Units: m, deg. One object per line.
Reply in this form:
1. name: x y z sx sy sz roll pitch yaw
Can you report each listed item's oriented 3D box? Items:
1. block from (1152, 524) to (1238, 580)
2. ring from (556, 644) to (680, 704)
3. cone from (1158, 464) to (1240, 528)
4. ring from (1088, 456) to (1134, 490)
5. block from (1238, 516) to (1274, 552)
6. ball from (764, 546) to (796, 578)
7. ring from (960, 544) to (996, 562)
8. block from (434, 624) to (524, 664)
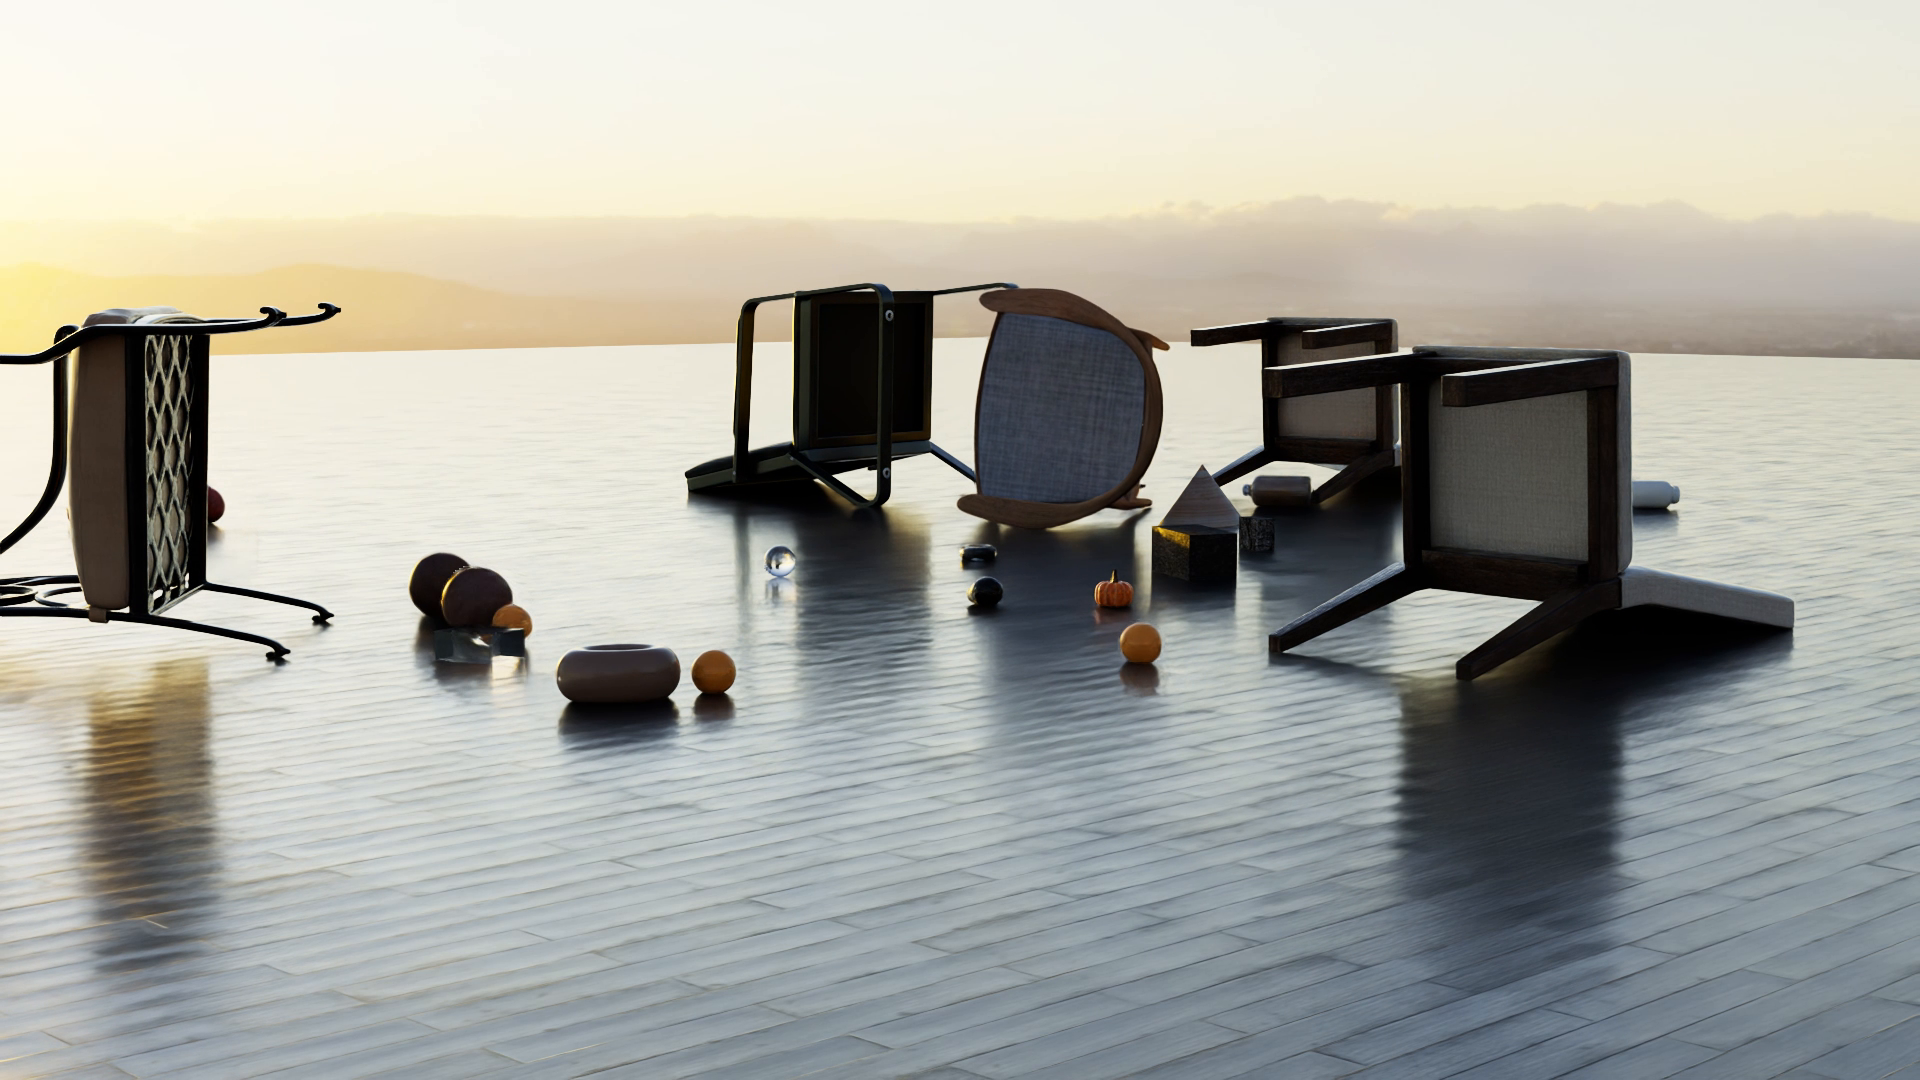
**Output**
1. block: 0.516 0.027 5.668 0.113 0.100 0.218 -2 6 -18
2. ring: -0.532 0.208 4.002 0.199 0.082 0.140 -2 4 -25
3. cone: 0.640 -0.120 6.781 0.290 0.163 0.161 -5 8 -39
4. ring: 0.471 -0.211 7.997 0.144 0.096 0.242 -3 5 -7
5. block: 0.716 -0.016 6.198 0.047 0.076 0.086 -3 6 -24
6. ball: -0.395 0.046 5.622 0.070 0.070 0.070 0 6 0
7. ring: 0.043 0.029 5.967 0.087 0.033 0.120 -2 5 -6
8. block: -0.827 0.180 4.419 0.120 0.051 0.093 3 7 26
